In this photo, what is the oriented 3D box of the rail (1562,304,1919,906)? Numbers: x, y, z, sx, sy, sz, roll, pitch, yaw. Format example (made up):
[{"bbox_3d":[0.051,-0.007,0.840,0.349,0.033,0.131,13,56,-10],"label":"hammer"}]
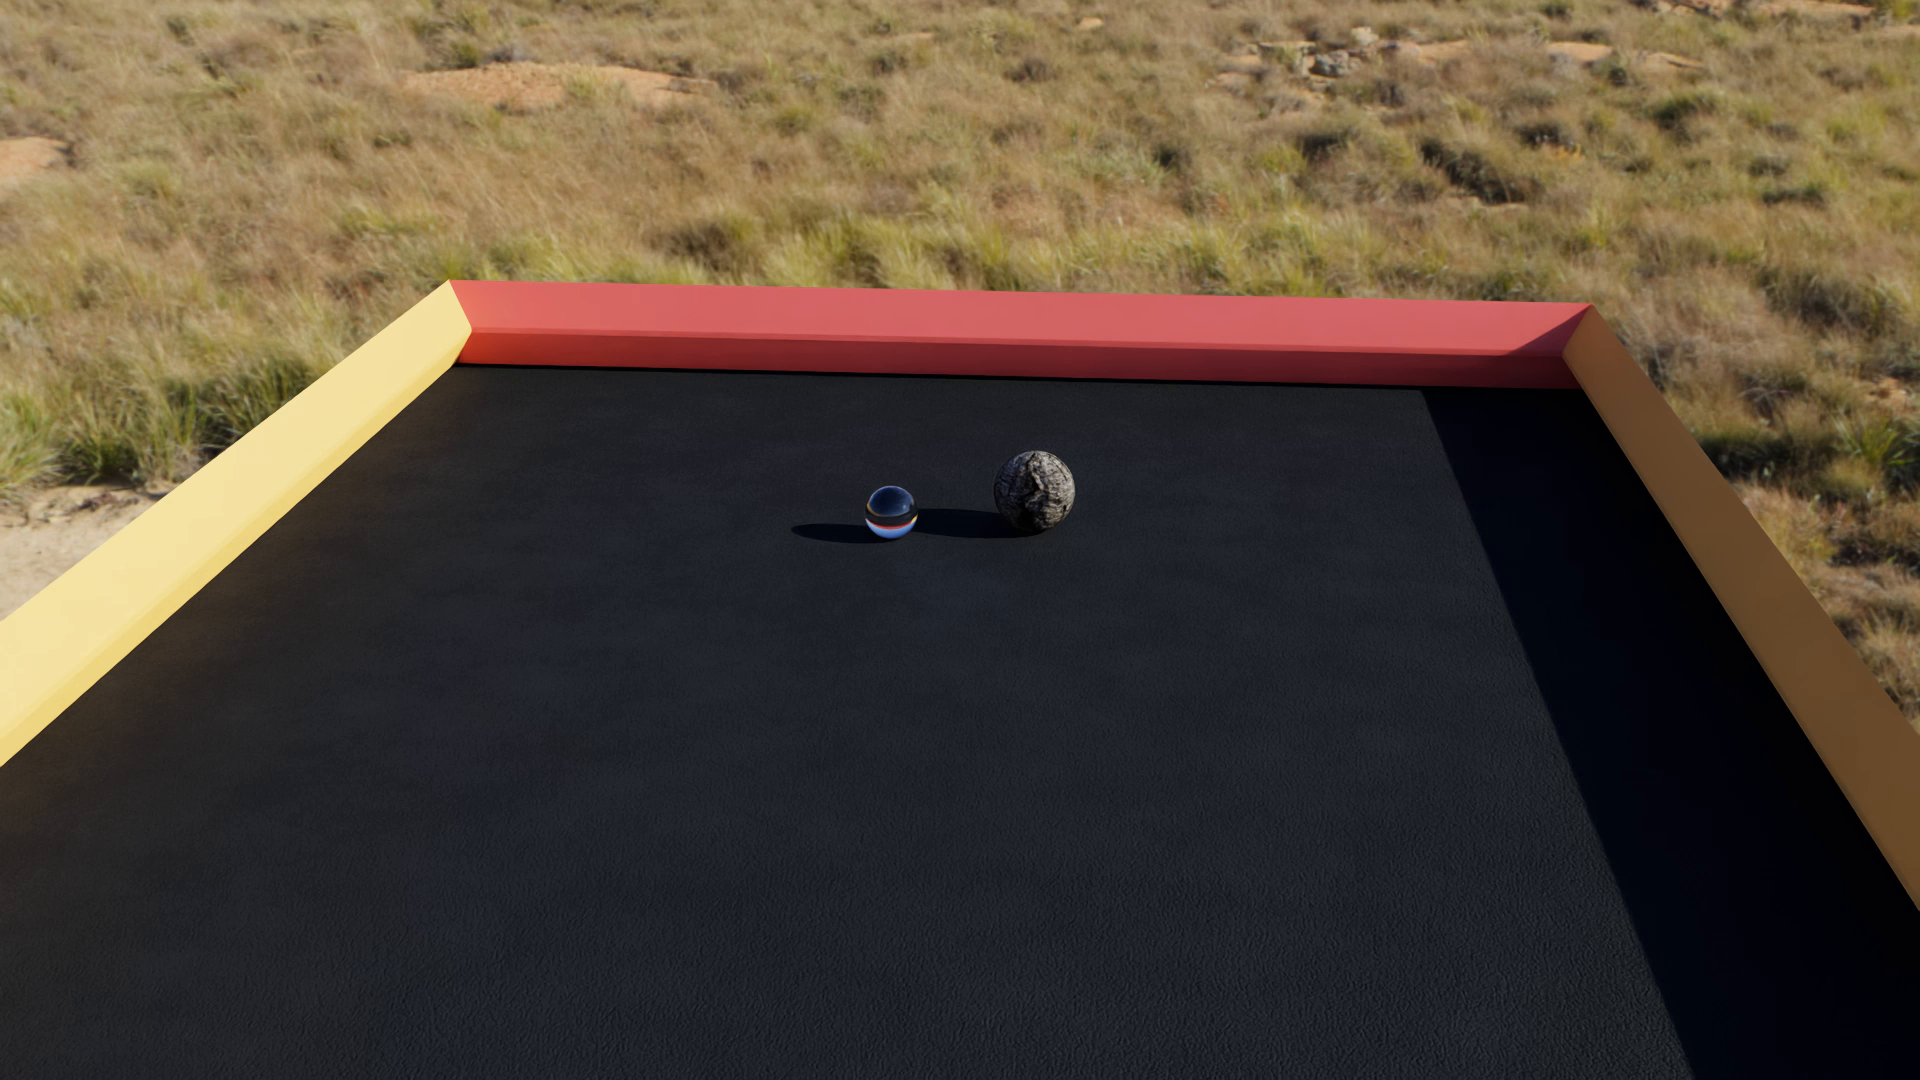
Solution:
[{"bbox_3d":[0.750,0.286,1.650,0.045,0.127,3.322,2,20,5],"label":"rail"}]

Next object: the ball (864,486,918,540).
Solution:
[{"bbox_3d":[-0.082,-0.033,2.616,0.064,0.064,0.064,0,20,0],"label":"ball"}]

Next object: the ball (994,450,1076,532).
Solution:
[{"bbox_3d":[0.089,-0.059,2.637,0.098,0.098,0.098,0,20,0],"label":"ball"}]

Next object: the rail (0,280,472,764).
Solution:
[{"bbox_3d":[-0.892,0.237,1.783,0.045,0.127,3.322,2,20,5],"label":"rail"}]

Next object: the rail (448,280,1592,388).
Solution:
[{"bbox_3d":[0.069,-0.299,3.248,1.696,0.127,0.045,2,20,5],"label":"rail"}]
